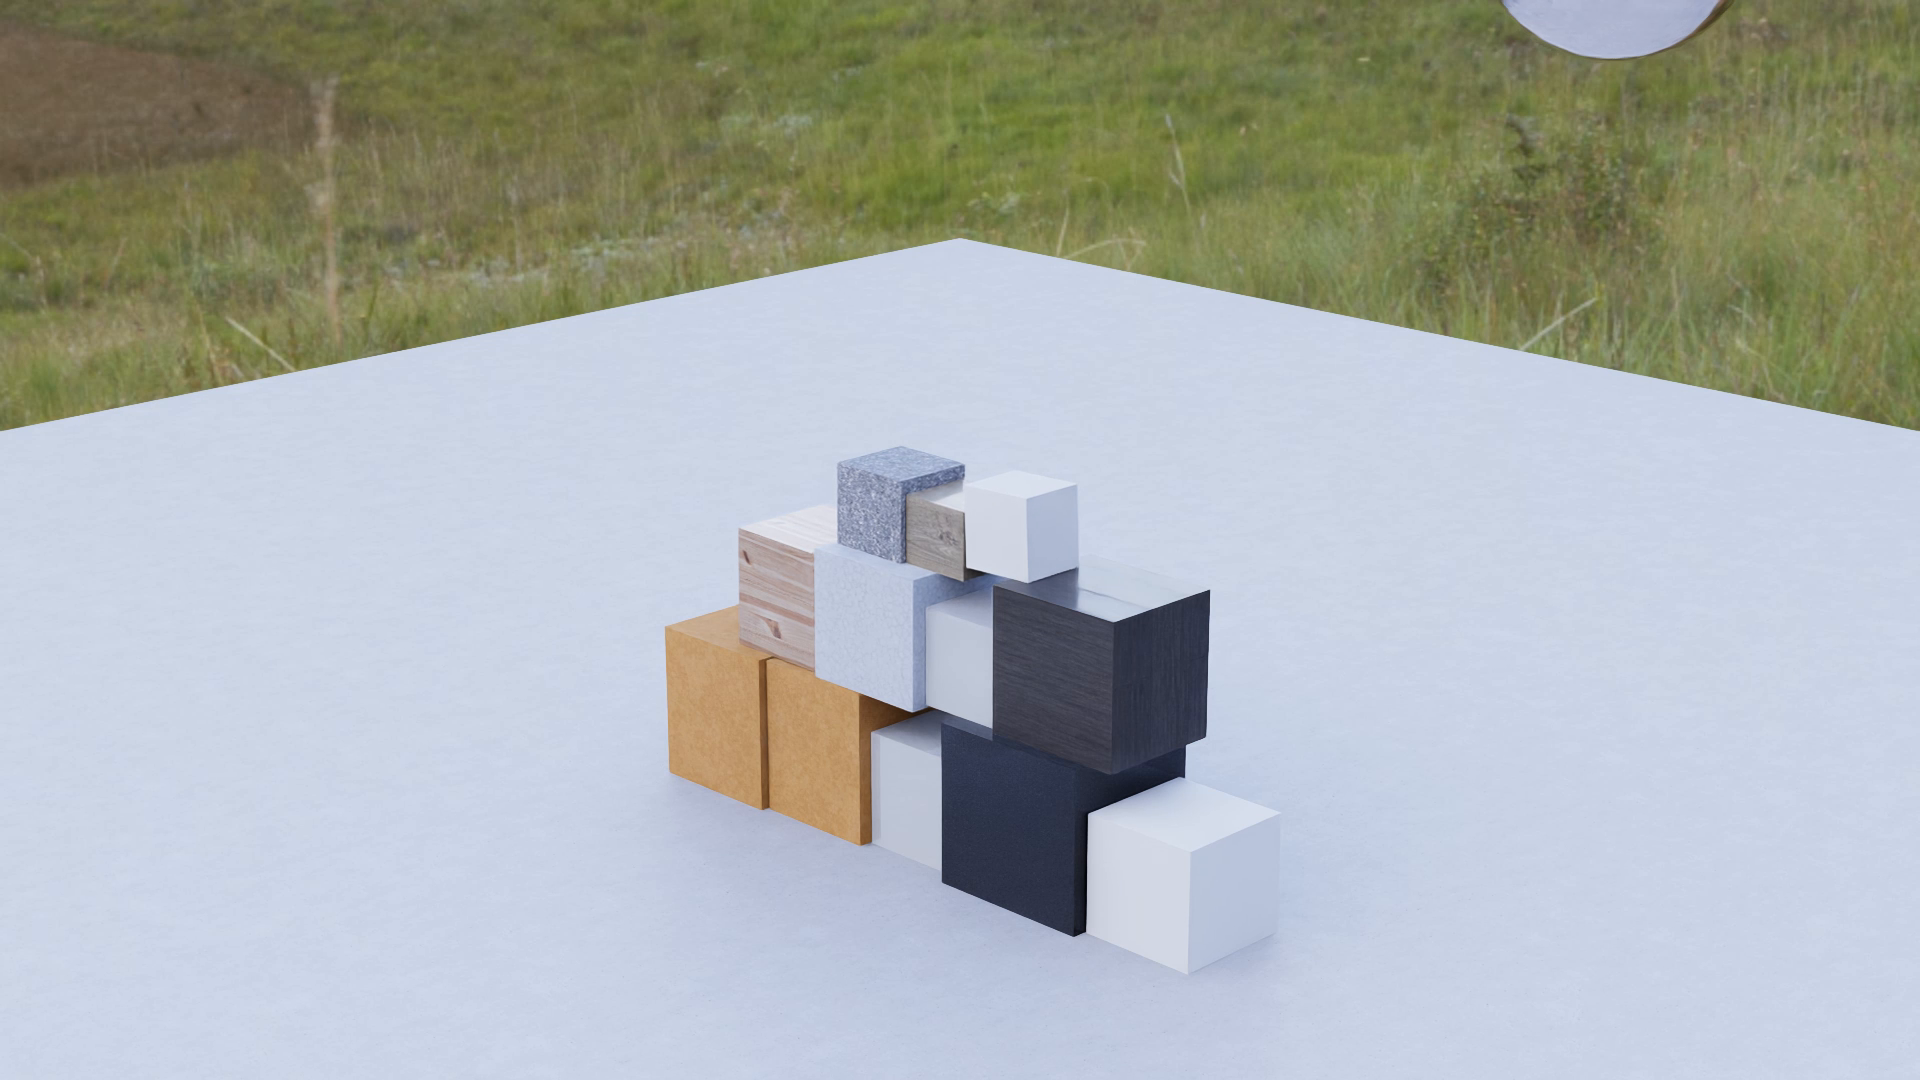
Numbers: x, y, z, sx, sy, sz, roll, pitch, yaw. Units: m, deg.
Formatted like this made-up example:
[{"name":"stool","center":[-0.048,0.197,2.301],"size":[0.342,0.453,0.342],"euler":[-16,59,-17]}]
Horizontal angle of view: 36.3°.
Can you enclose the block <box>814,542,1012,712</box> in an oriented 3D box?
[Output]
[{"name":"block","center":[-0.207,0.339,13.667],"size":[0.671,0.635,0.655],"euler":[-17,25,-42]}]

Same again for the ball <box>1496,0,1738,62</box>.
[{"name":"ball","center":[3.610,-3.428,16.048],"size":[1.600,1.600,1.600],"euler":[0,17,0]}]

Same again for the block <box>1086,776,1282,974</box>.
[{"name":"block","center":[0.973,1.452,12.782],"size":[0.602,0.564,0.583],"euler":[-17,24,-42]}]

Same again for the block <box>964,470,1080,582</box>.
[{"name":"block","center":[0.274,-0.063,13.016],"size":[0.380,0.381,0.328],"euler":[13,22,43]}]

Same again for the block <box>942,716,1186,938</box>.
[{"name":"block","center":[0.463,1.200,13.223],"size":[0.727,0.781,0.820],"euler":[-17,24,-42]}]

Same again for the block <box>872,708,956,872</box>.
[{"name":"block","center":[-0.023,1.158,13.728],"size":[0.561,0.559,0.546],"euler":[-17,24,-42]}]

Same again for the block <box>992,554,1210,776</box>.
[{"name":"block","center":[0.617,0.534,12.889],"size":[0.627,0.691,0.711],"euler":[-17,24,-42]}]

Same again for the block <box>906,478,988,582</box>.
[{"name":"block","center":[0.013,-0.048,13.308],"size":[0.362,0.325,0.368],"euler":[-17,25,-42]}]

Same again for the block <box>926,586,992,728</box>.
[{"name":"block","center":[0.179,0.521,13.300],"size":[0.498,0.468,0.449],"euler":[-17,24,-42]}]

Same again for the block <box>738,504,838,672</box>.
[{"name":"block","center":[-0.660,0.227,14.077],"size":[0.562,0.587,0.576],"euler":[-17,25,-42]}]

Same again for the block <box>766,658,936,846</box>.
[{"name":"block","center":[-0.444,0.931,14.112],"size":[0.713,0.762,0.643],"euler":[-17,24,-42]}]

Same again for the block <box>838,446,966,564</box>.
[{"name":"block","center":[-0.272,-0.167,13.560],"size":[0.409,0.393,0.426],"euler":[-17,25,-42]}]

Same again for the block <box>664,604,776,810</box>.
[{"name":"block","center":[-0.932,0.785,14.563],"size":[0.775,0.771,0.698],"euler":[-17,24,-42]}]
